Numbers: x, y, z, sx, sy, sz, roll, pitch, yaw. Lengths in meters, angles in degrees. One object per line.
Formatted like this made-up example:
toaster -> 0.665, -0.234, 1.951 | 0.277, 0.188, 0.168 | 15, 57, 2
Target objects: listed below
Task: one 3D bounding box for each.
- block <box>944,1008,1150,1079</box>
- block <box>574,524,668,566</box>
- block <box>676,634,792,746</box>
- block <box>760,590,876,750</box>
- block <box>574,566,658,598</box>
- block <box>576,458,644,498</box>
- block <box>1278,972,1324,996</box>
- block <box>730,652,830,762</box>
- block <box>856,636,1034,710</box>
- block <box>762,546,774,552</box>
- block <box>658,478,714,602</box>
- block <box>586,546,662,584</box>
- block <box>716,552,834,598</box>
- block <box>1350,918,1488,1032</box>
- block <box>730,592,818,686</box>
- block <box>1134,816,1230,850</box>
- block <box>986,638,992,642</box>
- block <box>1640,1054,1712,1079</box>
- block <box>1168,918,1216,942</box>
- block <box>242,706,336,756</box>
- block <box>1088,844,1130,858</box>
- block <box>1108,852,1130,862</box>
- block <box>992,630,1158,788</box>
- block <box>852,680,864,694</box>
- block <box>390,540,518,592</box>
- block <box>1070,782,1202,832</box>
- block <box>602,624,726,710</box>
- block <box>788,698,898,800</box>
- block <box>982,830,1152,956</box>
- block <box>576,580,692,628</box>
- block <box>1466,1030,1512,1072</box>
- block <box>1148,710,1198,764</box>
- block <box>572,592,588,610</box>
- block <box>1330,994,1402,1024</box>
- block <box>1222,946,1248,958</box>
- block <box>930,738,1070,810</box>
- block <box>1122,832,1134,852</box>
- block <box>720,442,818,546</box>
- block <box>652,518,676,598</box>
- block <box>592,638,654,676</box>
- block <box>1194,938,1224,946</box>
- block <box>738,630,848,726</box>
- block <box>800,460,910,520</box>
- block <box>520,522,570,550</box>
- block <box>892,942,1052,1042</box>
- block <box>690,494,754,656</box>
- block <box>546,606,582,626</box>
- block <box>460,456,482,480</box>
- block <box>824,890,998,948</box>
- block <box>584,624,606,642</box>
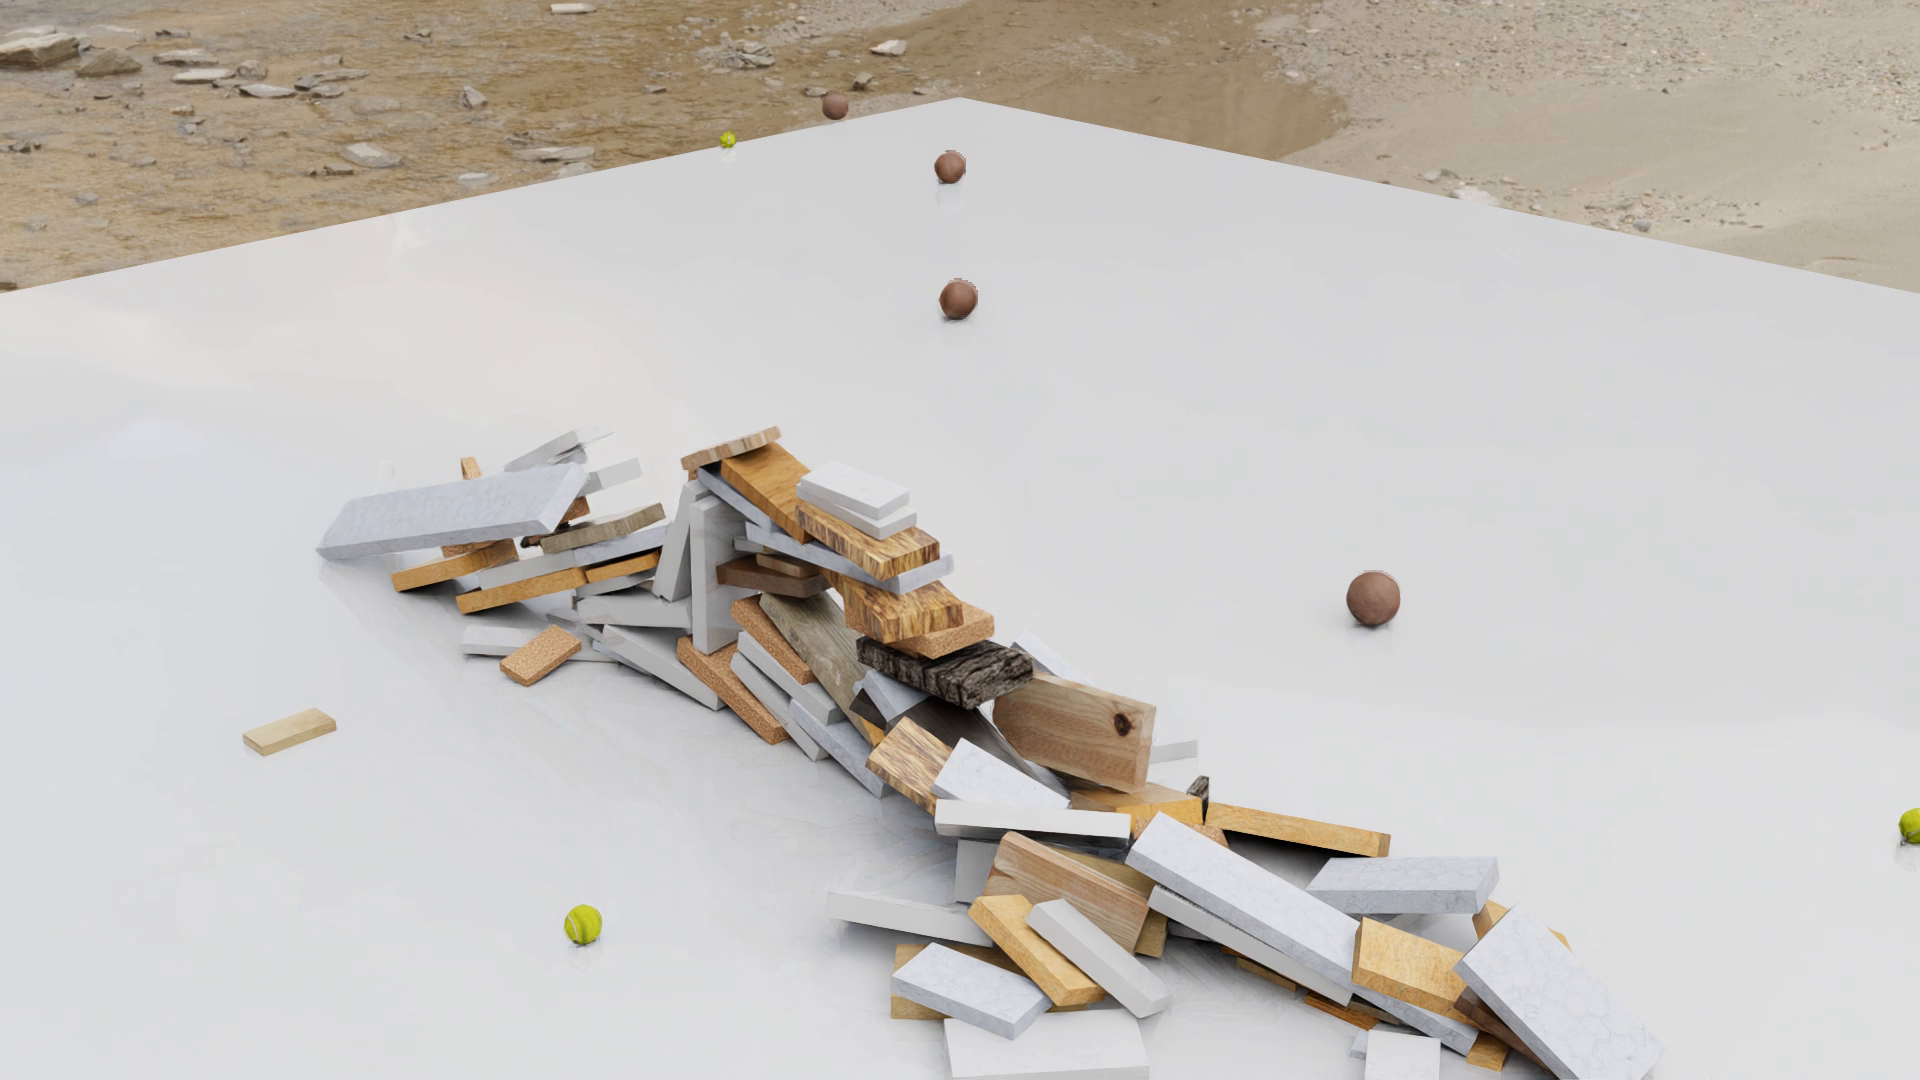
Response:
block -> 0.142, 0.858, 3.679 | 0.324, 0.046, 0.162 | -2, 23, -5
block -> -0.726, 0.002, 5.034 | 0.304, 0.043, 0.152 | -13, 2, 39
block -> -0.451, 0.307, 4.856 | 0.175, 0.049, 0.349 | -20, 46, -39
block -> -0.246, 0.253, 4.630 | 0.135, 0.038, 0.438 | -18, 54, -37
block -> -0.790, 0.091, 5.084 | 0.211, 0.030, 0.105 | -11, 10, 47
block -> -0.930, -0.118, 5.195 | 0.330, 0.047, 0.165 | -15, 5, 28
block -> 0.619, 0.769, 3.883 | 0.104, 0.015, 0.052 | 21, 31, 40
block -> -0.344, 0.337, 4.755 | 0.153, 0.043, 0.305 | -21, 55, -40
block -> -0.033, 0.238, 4.378 | 0.171, 0.048, 0.341 | -22, 28, -36
block -> -0.390, -0.023, 4.738 | 0.088, 0.025, 0.176 | -9, 22, -9
block -> -0.569, -0.013, 4.861 | 0.043, 0.304, 0.152 | 38, 40, 26
block -> -0.748, 0.053, 5.025 | 0.211, 0.030, 0.105 | -13, 9, 41
block -> -0.381, 0.072, 4.730 | 0.271, 0.038, 0.135 | 8, 20, 41
block -> 0.802, 0.744, 3.756 | 0.262, 0.037, 0.131 | 20, 33, 2
block -> -0.360, 0.204, 4.732 | 0.135, 0.038, 0.271 | -17, 43, -36
block -> 0.419, 0.574, 4.117 | 0.153, 0.043, 0.305 | 6, -15, 12
block -> -0.008, 0.262, 4.618 | 0.120, 0.034, 0.240 | 32, 33, 0
block -> 1.145, 0.910, 3.577 | 0.104, 0.030, 0.209 | 13, 26, 28
block -> 0.463, 0.698, 4.014 | 0.092, 0.026, 0.184 | -22, 14, -41
block -> -1.449, 0.414, 4.753 | 0.174, 0.025, 0.087 | -21, 31, -40
block -> 0.257, 0.580, 4.173 | 0.067, 0.019, 0.133 | -20, 7, -28
block -> 0.269, 0.621, 4.163 | 0.092, 0.026, 0.184 | -21, 6, -37
block -> 0.225, 0.357, 4.508 | 0.344, 0.172, 0.049 | 39, 43, 12
block -> -0.148, 0.356, 4.512 | 0.085, 0.024, 0.171 | -6, 48, -29
block -> -1.243, 0.061, 5.398 | 0.320, 0.045, 0.160 | -11, 9, 45
block -> 0.342, 0.521, 4.309 | 0.166, 0.047, 0.333 | -5, 0, -12
block -> -0.623, 0.260, 4.992 | 0.349, 0.049, 0.175 | 27, 32, 27
block -> -0.205, 0.414, 4.625 | 0.153, 0.043, 0.305 | -20, 46, -39
block -> 0.190, 0.650, 3.948 | 0.291, 0.145, 0.041 | 24, 23, 15
block -> -0.686, 0.143, 5.008 | 0.349, 0.049, 0.175 | 1, 18, 38
block -> 0.902, 0.855, 3.725 | 0.058, 0.016, 0.116 | 11, 25, 23
block -> 0.343, 0.432, 4.689 | 0.291, 0.041, 0.145 | -7, 24, -17
block -> -0.801, 0.142, 5.380 | 0.261, 0.037, 0.131 | 7, 24, 15
block -> 0.712, 0.796, 3.811 | 0.128, 0.018, 0.064 | 14, 30, 30
block -> 0.527, 0.733, 3.955 | 0.052, 0.015, 0.104 | -21, 14, -37
block -> 0.076, 0.486, 4.177 | 0.239, 0.034, 0.120 | 30, 52, 4
block -> 0.364, 0.596, 4.331 | 0.143, 0.020, 0.072 | -2, 23, -5
block -> -0.360, -0.102, 4.595 | 0.138, 0.039, 0.275 | -25, 50, -36
block -> -0.621, 0.028, 4.920 | 0.030, 0.211, 0.105 | 40, 40, 24
block -> -0.755, 0.257, 5.080 | 0.166, 0.023, 0.083 | 24, 31, 20
block -> 0.480, 0.718, 4.003 | 0.052, 0.015, 0.104 | -21, 14, -39
block -> -0.322, 0.274, 4.712 | 0.153, 0.043, 0.305 | -20, 45, -39
block -> -0.212, -0.101, 4.436 | 0.203, 0.029, 0.102 | 22, 35, 32
block -> -0.984, -0.012, 5.210 | 0.112, 0.016, 0.056 | -21, -11, -37
block -> 0.020, 0.773, 3.775 | 0.249, 0.035, 0.125 | 15, 27, 31
block -> -0.519, 0.064, 4.824 | 0.043, 0.355, 0.152 | 22, 33, 34
block -> -0.948, 0.185, 5.308 | 0.092, 0.013, 0.046 | 14, 27, 30
block -> -1.290, -0.117, 5.870 | 0.037, 0.130, 0.260 | -8, 24, -19
block -> -0.069, 0.686, 3.990 | 0.318, 0.045, 0.159 | 7, -6, 17
block -> -0.779, 0.224, 5.081 | 0.166, 0.023, 0.083 | 27, 32, 24
